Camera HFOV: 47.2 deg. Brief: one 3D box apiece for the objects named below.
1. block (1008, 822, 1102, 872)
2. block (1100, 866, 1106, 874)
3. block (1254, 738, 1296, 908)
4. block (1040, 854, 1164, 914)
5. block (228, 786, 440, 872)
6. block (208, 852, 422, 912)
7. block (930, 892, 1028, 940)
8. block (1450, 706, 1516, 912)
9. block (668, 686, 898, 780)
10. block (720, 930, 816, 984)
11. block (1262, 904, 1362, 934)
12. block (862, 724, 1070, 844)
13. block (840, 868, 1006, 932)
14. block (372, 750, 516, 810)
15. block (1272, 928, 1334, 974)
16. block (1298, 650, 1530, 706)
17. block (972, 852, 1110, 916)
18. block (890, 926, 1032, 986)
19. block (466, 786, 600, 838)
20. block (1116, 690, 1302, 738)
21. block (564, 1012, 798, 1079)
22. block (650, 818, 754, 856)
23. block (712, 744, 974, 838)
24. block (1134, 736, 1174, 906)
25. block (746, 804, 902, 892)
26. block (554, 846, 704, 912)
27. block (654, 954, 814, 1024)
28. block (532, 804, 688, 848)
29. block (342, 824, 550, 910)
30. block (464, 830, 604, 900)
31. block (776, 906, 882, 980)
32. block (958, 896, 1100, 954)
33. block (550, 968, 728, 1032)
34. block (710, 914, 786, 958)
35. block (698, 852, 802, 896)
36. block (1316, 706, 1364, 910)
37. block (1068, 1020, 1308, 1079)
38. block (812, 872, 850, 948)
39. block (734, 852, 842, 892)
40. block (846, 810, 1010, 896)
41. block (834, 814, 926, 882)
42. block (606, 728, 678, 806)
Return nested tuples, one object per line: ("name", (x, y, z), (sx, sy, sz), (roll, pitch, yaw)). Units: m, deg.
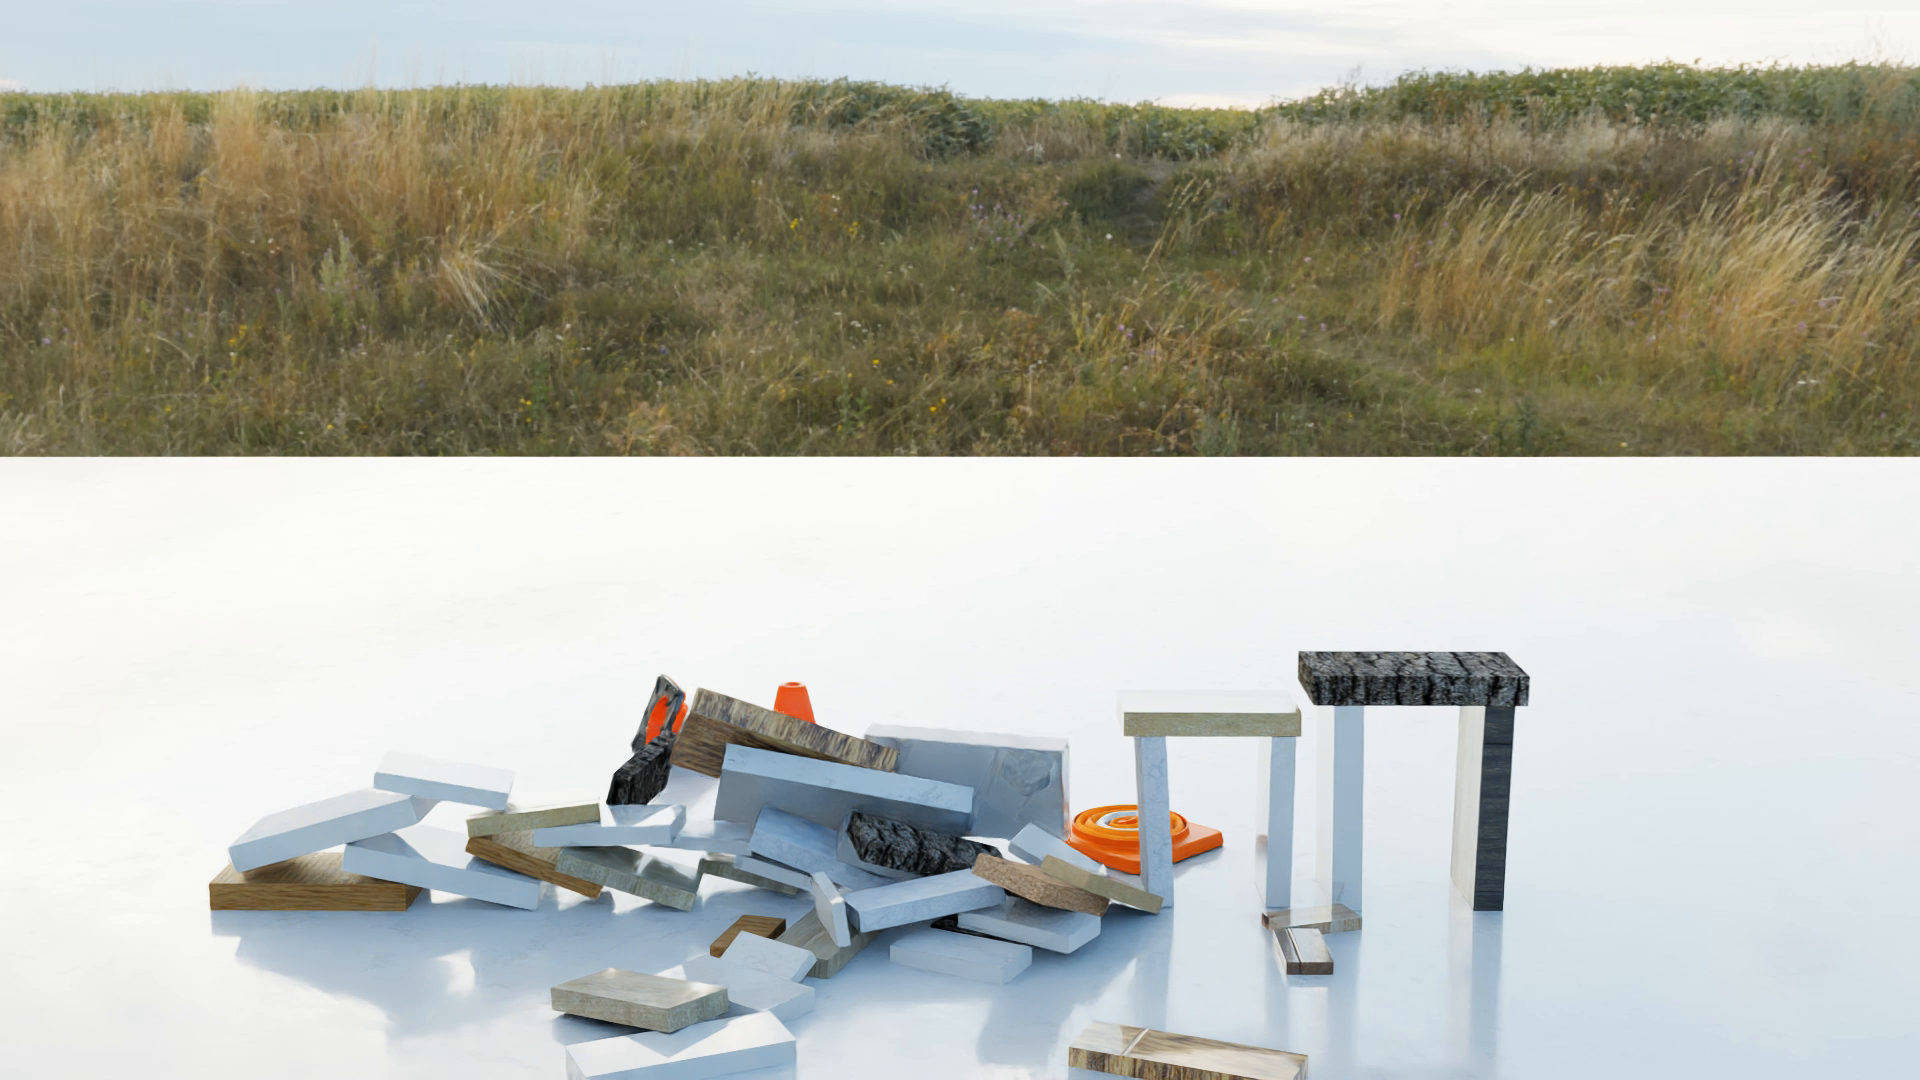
("block", (0.157, 0.528, 3.648), (0.142, 0.020, 0.071), (29, 32, 18))
("block", (0.147, 0.573, 3.684), (0.193, 0.027, 0.097), (0, 11, 2))
("block", (0.522, 0.447, 3.647), (0.041, 0.288, 0.144), (1, 11, 0))
("block", (0.229, 0.554, 3.538), (0.099, 0.028, 0.199), (16, -7, 45))
("block", (-1.031, 0.465, 3.652), (0.321, 0.046, 0.161), (-16, 10, 7))
("block", (-1.063, 0.568, 3.664), (0.321, 0.046, 0.161), (0, 11, 1))
("block", (0.047, 0.606, 3.509), (0.097, 0.027, 0.194), (7, 12, 32))
("block", (0.863, 0.420, 3.639), (0.049, 0.345, 0.172), (1, 11, 0))
("block", (-0.304, 0.371, 3.759), (0.356, 0.178, 0.050), (19, 50, -8))
("block", (-0.291, 0.633, 3.289), (0.143, 0.020, 0.072), (8, 45, 37))
("block", (0.562, 0.609, 3.513), (0.142, 0.020, 0.071), (-3, 11, -18))
("block", (0.012, 0.425, 3.833), (0.356, 0.178, 0.050), (3, 20, 15))
("block", (-0.060, 0.564, 3.456), (0.238, 0.034, 0.119), (-9, 6, -18))
("block", (-0.847, 0.394, 3.619), (0.214, 0.030, 0.107), (11, 12, -7))
("block", (0.527, 0.633, 3.384), (0.071, 0.020, 0.142), (0, 11, 0))
("block", (0.739, 0.226, 3.603), (0.345, 0.049, 0.172), (0, 11, 0))
("block", (0.131, 0.543, 3.452), (0.119, 0.034, 0.302), (20, -4, 26))
("block", (0.001, 0.634, 3.359), (0.194, 0.027, 0.097), (6, 12, 28))
("block", (-0.705, 0.448, 3.639), (0.214, 0.030, 0.107), (-6, 10, -10))
("block", (0.406, 0.285, 3.618), (0.288, 0.041, 0.144), (0, 11, -1))
("block", (-0.379, 0.699, 2.995), (0.294, 0.031, 0.110), (-5, 12, -24))
("block", (-0.425, 0.495, 3.686), (0.172, 0.024, 0.086), (5, 12, 5))
("block", (-0.201, 0.451, 3.742), (0.421, 0.178, 0.050), (11, 52, -5))
("block", (0.321, 0.447, 3.647), (0.041, 0.288, 0.144), (-4, 11, 0))
("block", (-0.220, 0.522, 3.660), (0.258, 0.037, 0.129), (22, 12, -3))
("block", (-0.543, 0.546, 3.629), (0.229, 0.033, 0.115), (17, 10, -3))
("block", (-0.331, 0.660, 3.208), (0.220, 0.031, 0.110), (8, 13, 37))
("block", (-0.578, 0.472, 3.642), (0.230, 0.033, 0.115), (-2, 11, 6))
("block", (-0.845, 0.535, 3.657), (0.321, 0.046, 0.161), (12, 10, -2))
("block", (-0.696, 0.525, 3.654), (0.229, 0.033, 0.115), (21, 10, -2))
("block", (-0.212, 0.622, 3.414), (0.110, 0.031, 0.220), (4, 11, 19))
("block", (0.107, 0.594, 3.421), (0.199, 0.028, 0.099), (8, 13, 32))
("block", (-0.458, 0.655, 3.136), (0.238, 0.034, 0.119), (0, 5, 38))
("block", (-0.331, 0.623, 3.438), (0.072, 0.020, 0.143), (3, 11, 16))
("block", (-0.346, 0.554, 3.702), (0.172, 0.024, 0.086), (12, 10, 8))
("block", (0.628, 0.420, 3.639), (0.049, 0.345, 0.172), (-1, 11, 0))
("block", (0.308, 0.705, 2.975), (0.307, 0.028, 0.099), (4, 11, 22))
("block", (-0.200, 0.571, 3.401), (0.020, 0.072, 0.143), (-11, 13, -14))
("block", (-0.281, 0.548, 3.665), (0.172, 0.024, 0.086), (14, 10, 17))
("block", (-0.049, 0.513, 3.595), (0.258, 0.037, 0.129), (16, 10, -17))
("block", (-0.077, 0.532, 3.653), (0.258, 0.037, 0.129), (18, 10, -5))
("block", (-0.554, 0.417, 3.815), (0.030, 0.107, 0.214), (21, 21, 10))
